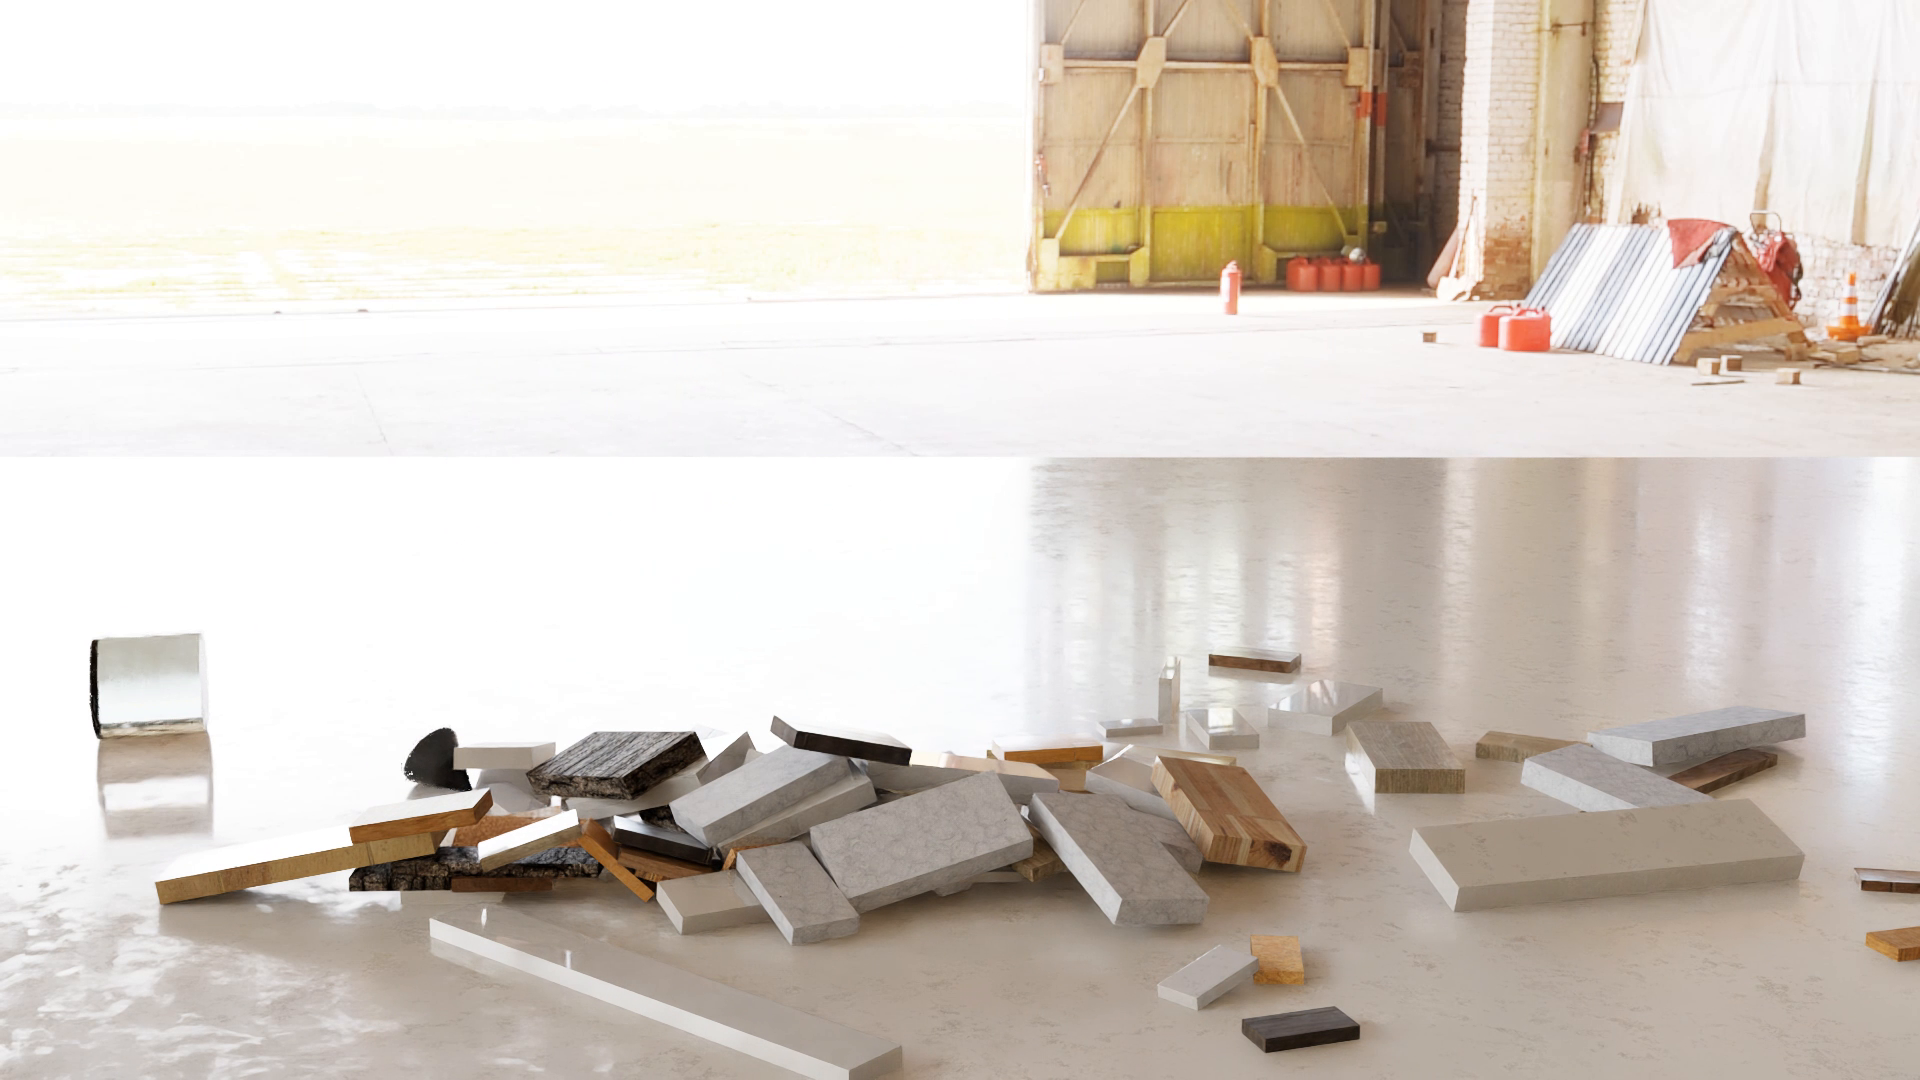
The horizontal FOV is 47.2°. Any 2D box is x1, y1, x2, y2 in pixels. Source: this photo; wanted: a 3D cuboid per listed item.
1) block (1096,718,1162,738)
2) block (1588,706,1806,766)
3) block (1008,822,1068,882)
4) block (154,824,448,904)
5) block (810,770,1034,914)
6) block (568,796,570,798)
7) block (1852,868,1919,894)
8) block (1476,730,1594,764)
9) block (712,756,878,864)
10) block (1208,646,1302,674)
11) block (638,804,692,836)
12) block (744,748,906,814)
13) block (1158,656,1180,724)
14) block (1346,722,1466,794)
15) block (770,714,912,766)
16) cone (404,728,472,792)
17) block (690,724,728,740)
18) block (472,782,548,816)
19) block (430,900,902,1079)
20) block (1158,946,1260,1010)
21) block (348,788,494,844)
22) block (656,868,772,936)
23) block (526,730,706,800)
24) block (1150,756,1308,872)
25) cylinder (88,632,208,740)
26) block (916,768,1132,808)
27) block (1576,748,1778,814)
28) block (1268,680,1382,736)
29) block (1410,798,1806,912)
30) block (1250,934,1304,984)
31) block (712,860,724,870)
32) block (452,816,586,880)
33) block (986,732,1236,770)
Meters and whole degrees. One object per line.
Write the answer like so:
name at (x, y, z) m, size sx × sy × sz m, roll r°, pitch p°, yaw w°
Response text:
block at (0.359, 0.397, 4.657) m, size 0.127 × 0.018 × 0.063 m, roll -3°, pitch 11°, yaw -15°
block at (1.510, 0.399, 4.503) m, size 0.437 × 0.049 × 0.172 m, roll -6°, pitch 5°, yaw -29°
block at (0.079, 0.507, 3.743) m, size 0.086 × 0.024 × 0.276 m, roll -17°, pitch 23°, yaw -30°
block at (-1.095, 0.526, 3.679) m, size 0.458 × 0.040 × 0.140 m, roll -11°, pitch 10°, yaw -1°
block at (-0.064, 0.500, 3.640) m, size 0.330 × 0.047 × 0.165 m, roll -16°, pitch 44°, yaw -16°
block at (-0.638, 0.466, 4.245) m, size 0.236 × 0.033 × 0.118 m, roll -7°, pitch 13°, yaw -33°
block at (1.579, 0.575, 3.702) m, size 0.131 × 0.018 × 0.065 m, roll 2°, pitch 11°, yaw 10°
block at (1.166, 0.427, 4.464) m, size 0.211 × 0.030 × 0.106 m, roll 6°, pitch 12°, yaw 27°
block at (-0.295, 0.457, 3.741) m, size 0.279 × 0.040 × 0.140 m, roll -22°, pitch 22°, yaw -16°
block at (0.703, 0.284, 5.240) m, size 0.200 × 0.028 × 0.100 m, roll 5°, pitch 12°, yaw 24°
block at (-0.444, 0.480, 3.958) m, size 0.165 × 0.047 × 0.330 m, roll -19°, pitch 13°, yaw -28°
block at (-0.197, 0.456, 3.917) m, size 0.358 × 0.047 × 0.165 m, roll 14°, pitch -11°, yaw 21°
block at (0.459, 0.327, 4.811) m, size 0.028 × 0.100 × 0.200 m, roll 2°, pitch 11°, yaw 11°
block at (0.885, 0.432, 4.389) m, size 0.172 × 0.049 × 0.345 m, roll 0°, pitch 11°, yaw 1°
block at (-0.204, 0.343, 3.768) m, size 0.220 × 0.031 × 0.110 m, roll 12°, pitch 5°, yaw -28°
cone at (-0.982, 0.452, 4.251) m, size 0.130 × 0.130 × 0.130 m, roll 36°, pitch 27°, yaw 24°
block at (-0.494, 0.420, 4.343) m, size 0.115 × 0.033 × 0.252 m, roll 17°, pitch 8°, yaw 2°
block at (-0.808, 0.504, 4.075) m, size 0.073 × 0.021 × 0.339 m, roll -7°, pitch 12°, yaw -32°
block at (-0.458, 0.656, 3.231) m, size 0.897 × 0.030 × 0.106 m, roll 9°, pitch 14°, yaw 39°
block at (0.368, 0.646, 3.251) m, size 0.073 × 0.021 × 0.147 m, roll 10°, pitch 23°, yaw 44°
block at (-0.894, 0.458, 3.651) m, size 0.212 × 0.030 × 0.106 m, roll -9°, pitch 10°, yaw 5°
block at (-0.363, 0.579, 3.571) m, size 0.230 × 0.033 × 0.115 m, roll -6°, pitch 24°, yaw -27°
block at (-0.638, 0.412, 4.045) m, size 0.165 × 0.047 × 0.399 m, roll -32°, pitch 14°, yaw -33°
block at (0.473, 0.483, 3.908) m, size 0.173 × 0.049 × 0.346 m, roll 9°, pitch 15°, yaw -14°
cylinder at (-1.700, 0.305, 4.617) m, size 0.215 × 0.215 × 0.215 m, roll -3°, pitch 11°, yaw -14°
block at (0.118, 0.457, 4.090) m, size 0.439 × 0.030 × 0.106 m, roll 5°, pitch 15°, yaw -25°
block at (1.256, 0.499, 4.104) m, size 0.990 × 0.021 × 0.073 m, roll -10°, pitch 14°, yaw -43°
block at (0.796, 0.363, 4.780) m, size 0.146 × 0.041 × 0.292 m, roll 6°, pitch 12°, yaw 31°
block at (1.097, 0.530, 3.726) m, size 0.646 × 0.049 × 0.173 m, roll -3°, pitch 28°, yaw -15°
block at (0.482, 0.639, 3.350) m, size 0.073 × 0.021 × 0.147 m, roll 1°, pitch 11°, yaw 5°
block at (-0.490, 0.560, 3.786) m, size 0.190 × 0.017 × 0.059 m, roll 4°, pitch 11°, yaw 20°
block at (-0.760, 0.527, 3.780) m, size 0.221 × 0.031 × 0.110 m, roll 1°, pitch 41°, yaw 5°
block at (0.298, 0.442, 4.353) m, size 0.472 × 0.041 × 0.146 m, roll 5°, pitch 12°, yaw 24°
